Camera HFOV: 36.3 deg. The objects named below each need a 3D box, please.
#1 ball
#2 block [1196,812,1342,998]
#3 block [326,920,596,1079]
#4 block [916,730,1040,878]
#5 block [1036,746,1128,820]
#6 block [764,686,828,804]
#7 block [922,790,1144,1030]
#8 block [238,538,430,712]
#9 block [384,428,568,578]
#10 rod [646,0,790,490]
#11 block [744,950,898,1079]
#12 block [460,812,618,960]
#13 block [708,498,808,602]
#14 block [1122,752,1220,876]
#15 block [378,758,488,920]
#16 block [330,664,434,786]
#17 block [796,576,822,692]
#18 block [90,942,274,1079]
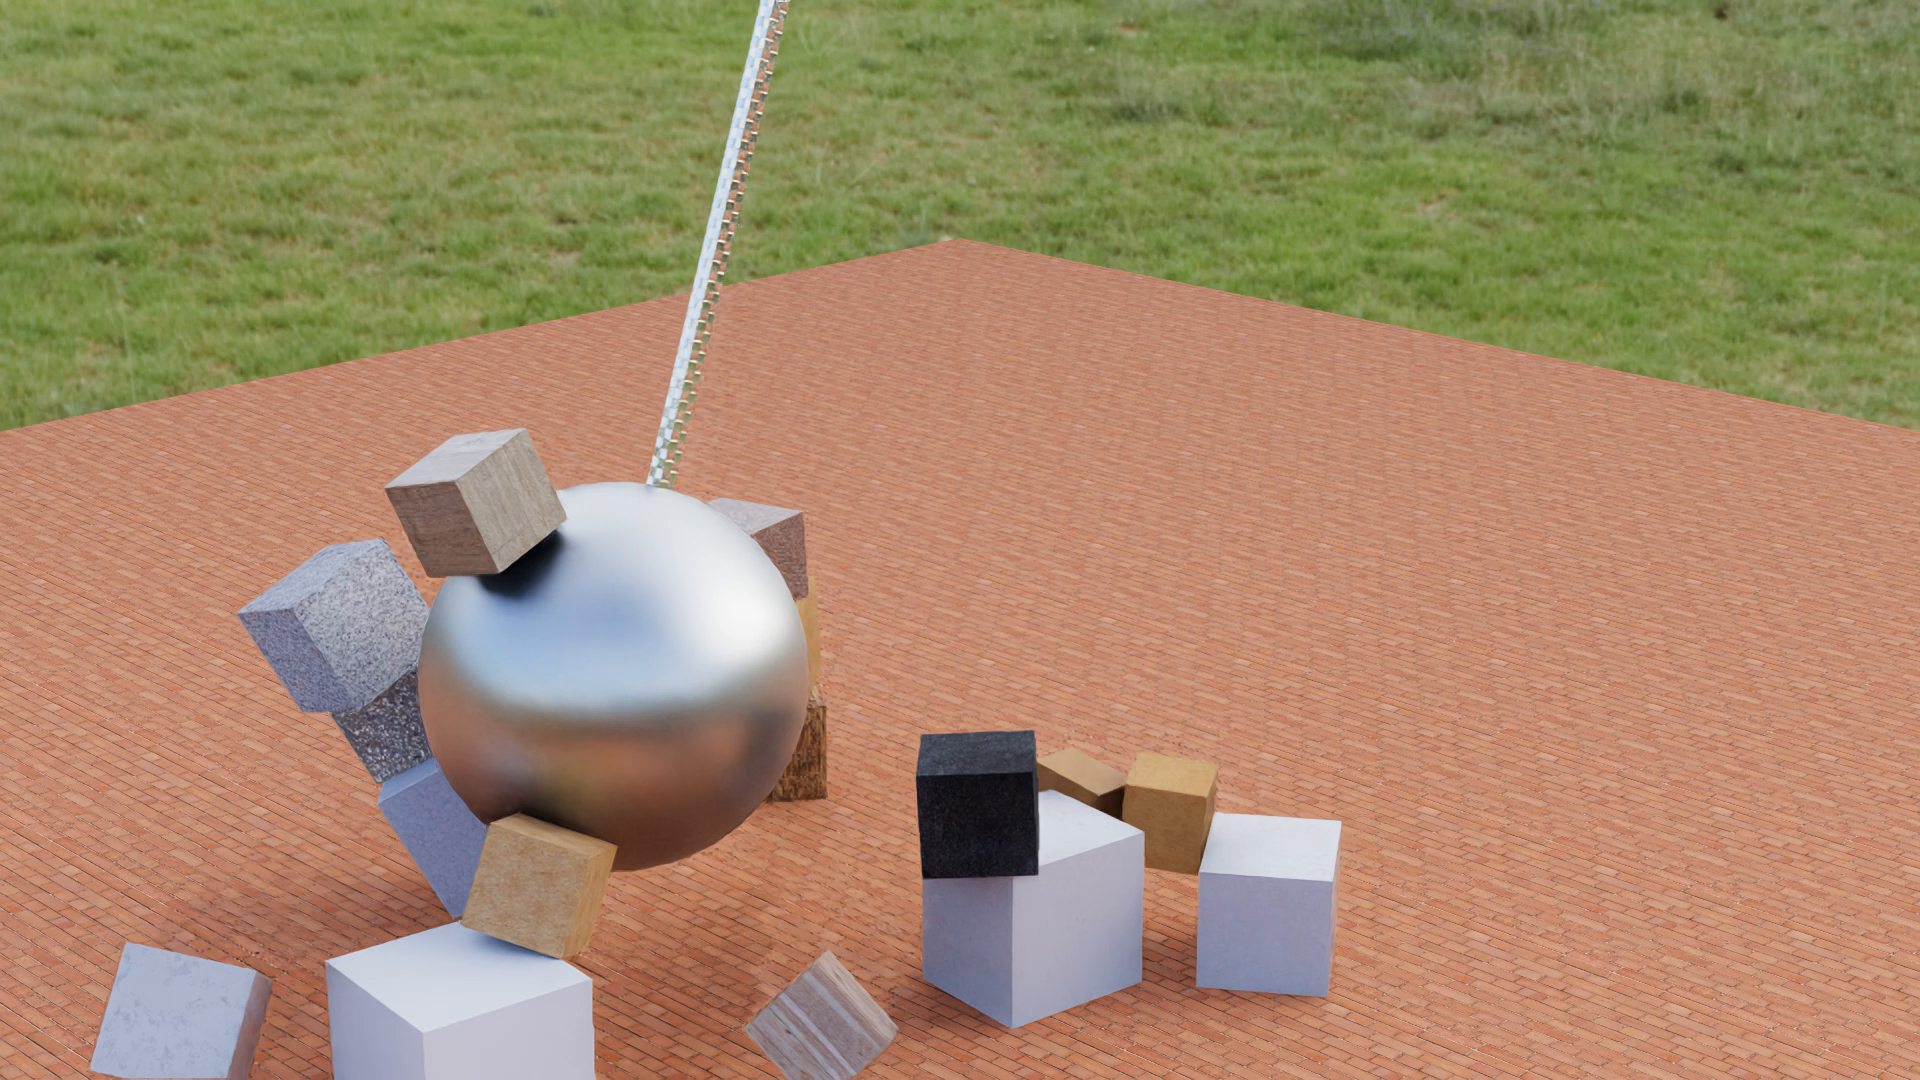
[{"bbox_3d":[-1.415,0.559,12.034,1.600,1.600,1.600,0,17,0],"label":"ball"},{"bbox_3d":[1.324,1.551,12.529,0.552,0.528,0.647,3,18,10],"label":"block"},{"bbox_3d":[-1.890,1.927,11.123,0.707,0.654,0.760,-13,22,-36],"label":"block"},{"bbox_3d":[0.078,1.070,11.882,0.465,0.455,0.406,-2,20,4],"label":"block"},{"bbox_3d":[0.499,1.153,12.822,0.343,0.327,0.324,27,21,26],"label":"block"},{"bbox_3d":[-0.907,0.974,14.448,0.414,0.479,0.503,-4,18,-13],"label":"block"},{"bbox_3d":[0.305,1.537,12.308,0.707,0.687,0.597,-13,22,-36],"label":"block"},{"bbox_3d":[-2.738,0.383,13.005,0.537,0.542,0.569,-41,21,-32],"label":"block"},{"bbox_3d":[-1.882,-0.142,11.410,0.427,0.408,0.415,-4,28,40],"label":"block"},{"bbox_3d":[-0.613,-2.739,11.838,0.080,5.200,0.080,17,4,42],"label":"rod"},{"bbox_3d":[-0.514,1.823,10.952,0.362,0.403,0.367,-42,-3,3],"label":"block"},{"bbox_3d":[-1.619,1.329,11.300,0.416,0.410,0.367,17,4,8],"label":"block"},{"bbox_3d":[-1.082,0.092,14.159,0.510,0.430,0.444,10,22,33],"label":"block"},{"bbox_3d":[0.900,1.179,12.657,0.352,0.365,0.402,8,18,10],"label":"block"},{"bbox_3d":[-2.157,1.195,13.138,0.594,0.637,0.549,-28,17,4],"label":"block"},{"bbox_3d":[-2.464,0.744,13.144,0.489,0.396,0.442,-27,18,10],"label":"block"},{"bbox_3d":[-0.961,0.490,14.374,0.471,0.472,0.525,-1,18,6],"label":"block"},{"bbox_3d":[-2.955,1.850,11.163,0.495,0.486,0.503,13,-15,-2],"label":"block"}]
